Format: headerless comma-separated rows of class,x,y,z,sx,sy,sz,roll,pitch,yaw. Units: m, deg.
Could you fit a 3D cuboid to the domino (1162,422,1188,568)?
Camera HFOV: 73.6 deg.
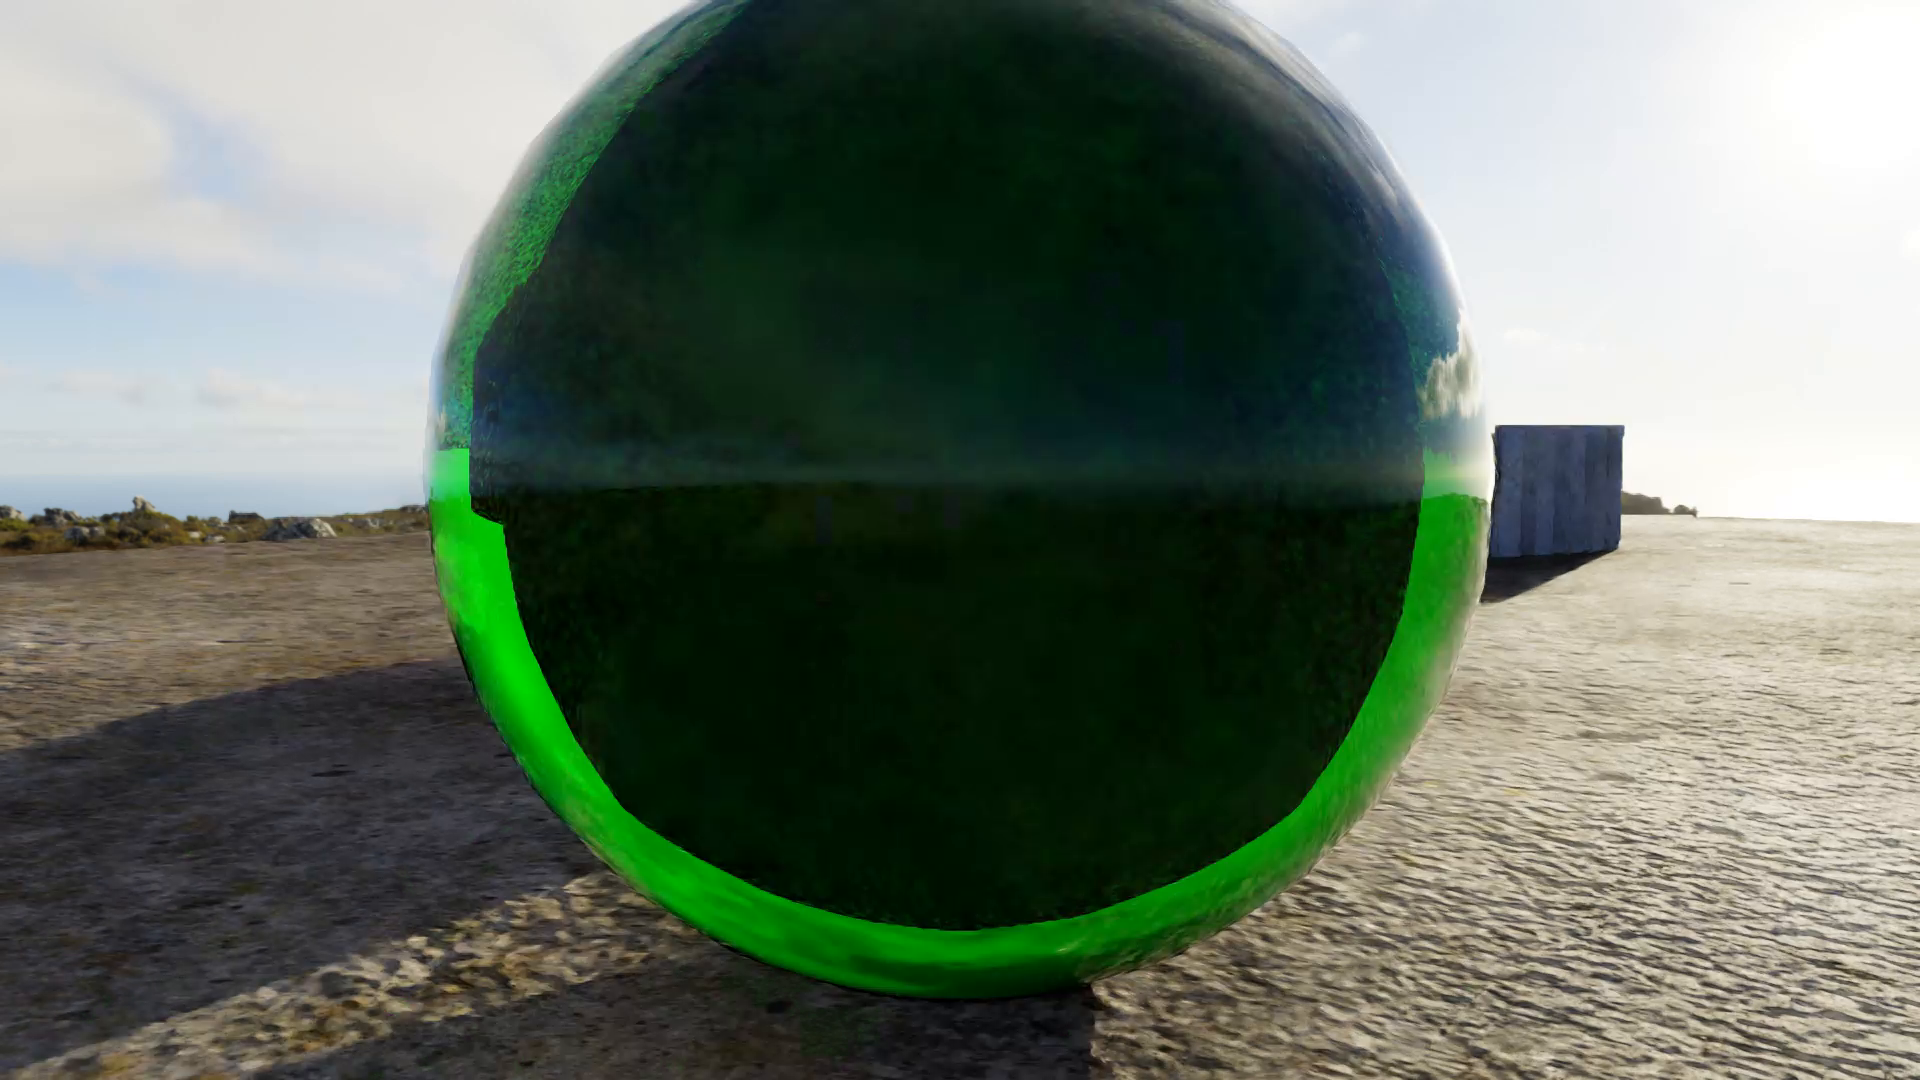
domino,0.066,-0.016,0.451,0.025,0.050,0.009,4,6,42

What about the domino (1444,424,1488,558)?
domino,0.190,-0.019,0.492,0.009,0.050,0.025,-1,4,-12

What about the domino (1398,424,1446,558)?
domino,0.175,-0.019,0.489,0.009,0.050,0.025,0,4,-6

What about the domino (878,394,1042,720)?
domino,0.000,0.002,0.201,0.025,0.050,0.010,0,4,0

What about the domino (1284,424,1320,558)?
domino,0.129,-0.019,0.491,0.010,0.050,0.025,0,4,0

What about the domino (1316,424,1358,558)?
domino,0.144,-0.019,0.490,0.009,0.050,0.025,0,4,4

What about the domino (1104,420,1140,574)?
domino,0.046,-0.015,0.428,0.025,0.050,0.009,4,6,42

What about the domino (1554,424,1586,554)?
domino,0.233,-0.021,0.508,0.009,0.050,0.025,-3,5,-32

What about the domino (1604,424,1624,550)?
domino,0.257,-0.022,0.526,0.009,0.050,0.025,-4,6,-41

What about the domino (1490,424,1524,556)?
domino,0.204,-0.020,0.496,0.009,0.050,0.025,-1,4,-17

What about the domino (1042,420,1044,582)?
domino,0.013,-0.012,0.398,0.025,0.050,0.010,3,5,33

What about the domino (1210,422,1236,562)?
domino,0.088,-0.018,0.473,0.009,0.050,0.025,-4,6,-44

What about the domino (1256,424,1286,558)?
domino,0.113,-0.019,0.489,0.009,0.050,0.025,-1,4,-14

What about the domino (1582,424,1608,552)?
domino,0.245,-0.021,0.517,0.010,0.050,0.025,-3,5,-39

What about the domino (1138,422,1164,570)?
domino,0.056,-0.015,0.440,0.025,0.050,0.009,4,6,40

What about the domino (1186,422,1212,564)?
domino,0.077,-0.017,0.462,0.009,0.050,0.025,-4,6,-44

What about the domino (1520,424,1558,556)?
domino,0.219,-0.020,0.501,0.009,0.050,0.025,-2,5,-23

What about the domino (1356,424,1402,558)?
domino,0.159,-0.019,0.489,0.009,0.050,0.025,0,4,2

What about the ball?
ball,0.000,-0.005,0.103,0.080,0.080,0.080,0,4,0

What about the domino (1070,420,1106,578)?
domino,0.035,-0.014,0.418,0.009,0.050,0.025,-3,5,-38

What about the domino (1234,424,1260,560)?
domino,0.100,-0.019,0.483,0.010,0.050,0.025,-3,5,-33

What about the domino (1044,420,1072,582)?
domino,0.023,-0.013,0.409,0.009,0.050,0.025,-4,6,-40
